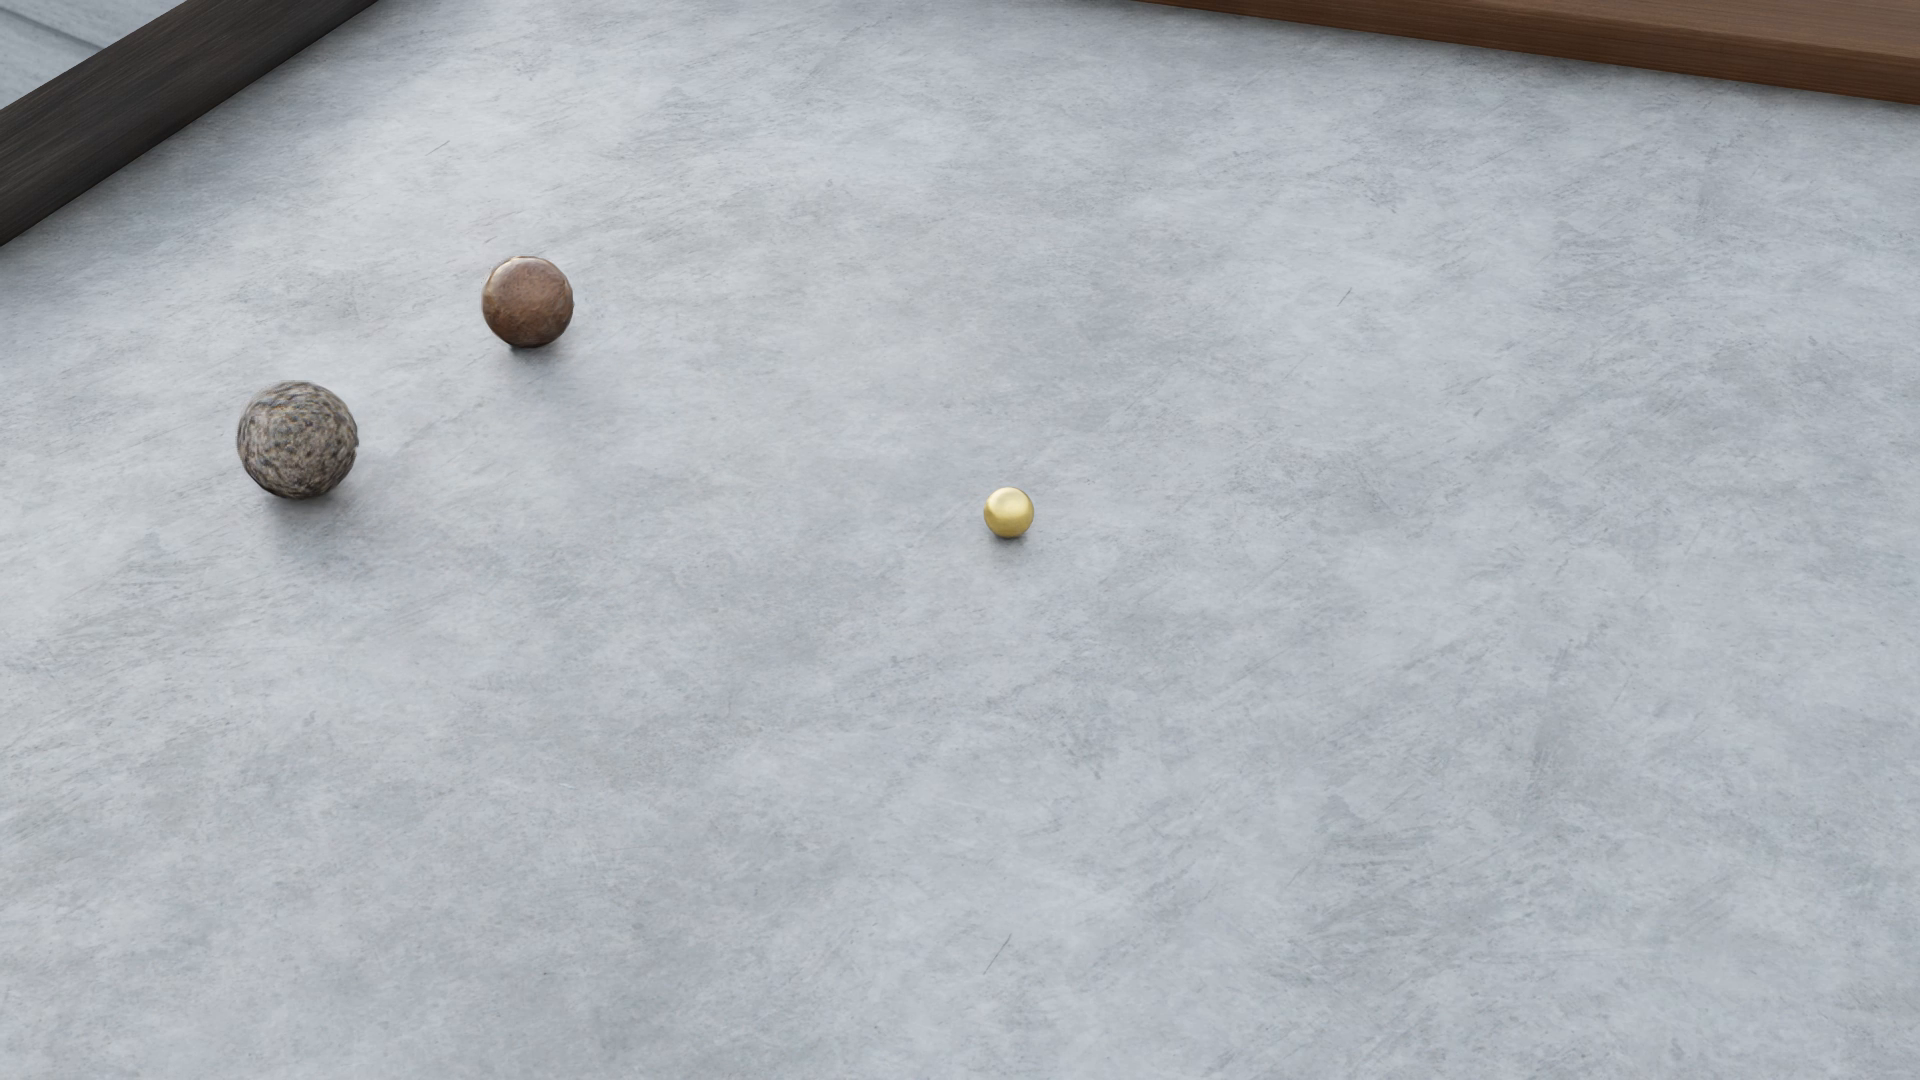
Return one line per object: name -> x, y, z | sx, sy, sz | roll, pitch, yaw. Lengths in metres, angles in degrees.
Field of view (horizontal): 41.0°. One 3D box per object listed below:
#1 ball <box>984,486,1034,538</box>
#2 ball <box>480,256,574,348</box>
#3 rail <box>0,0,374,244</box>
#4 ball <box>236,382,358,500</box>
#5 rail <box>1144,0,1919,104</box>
ball -> 0.040, -0.023, 2.116 | 0.042, 0.042, 0.042 | 0, 33, 0
ball -> -0.402, -0.221, 2.383 | 0.086, 0.086, 0.086 | 0, 33, 0
rail -> -1.022, -0.229, 2.353 | 0.045, 0.129, 2.544 | 11, 35, 17
ball -> -0.557, -0.084, 2.158 | 0.100, 0.100, 0.100 | 0, 33, 0
rail -> 1.478, -0.449, 2.693 | 4.456, 0.129, 0.045 | 11, 35, 17
